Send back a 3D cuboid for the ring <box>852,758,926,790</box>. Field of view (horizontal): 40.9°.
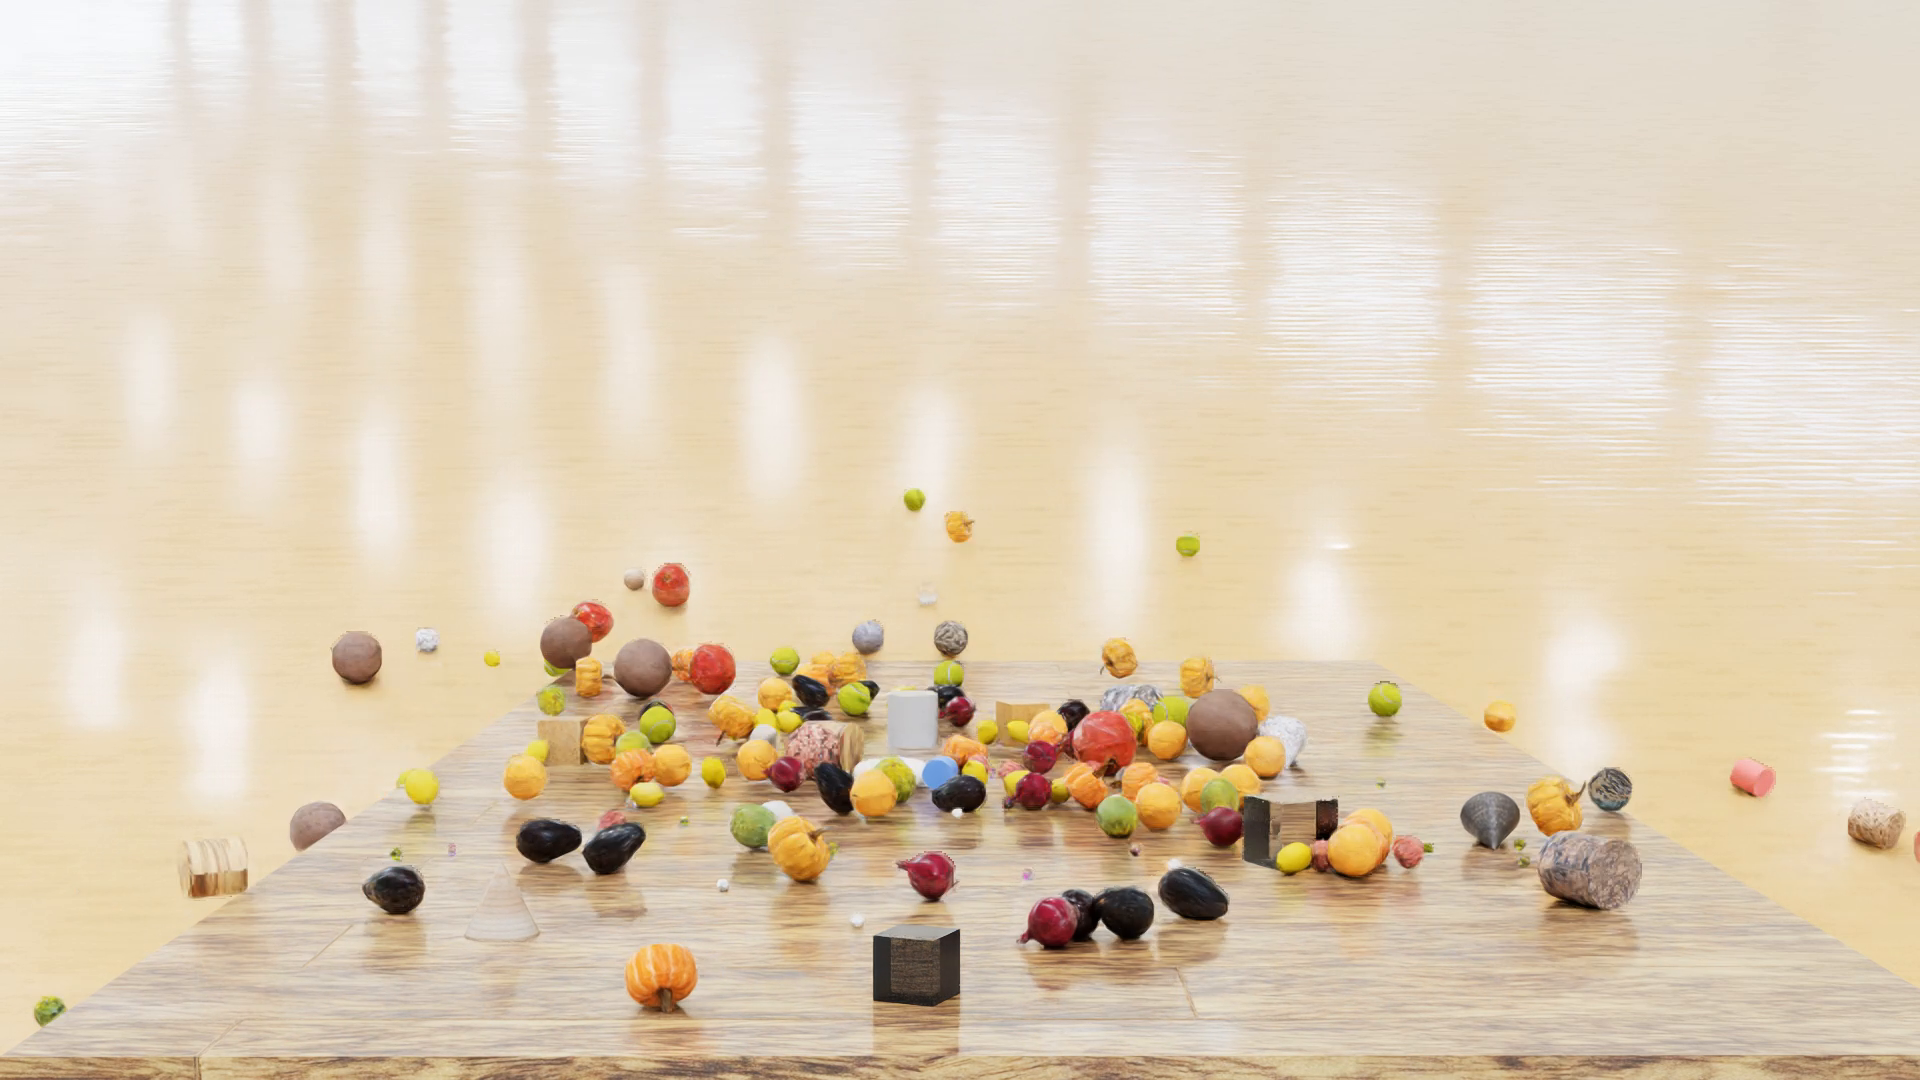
[{"bbox_3d":[-0.117,0.395,4.351,0.129,0.043,0.129,-1,3,0],"label":"ring"}]

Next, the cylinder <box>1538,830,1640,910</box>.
[{"bbox_3d":[0.807,0.424,3.305,0.090,0.090,0.090,-13,9,-29],"label":"cylinder"}]

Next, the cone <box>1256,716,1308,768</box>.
[{"bbox_3d":[0.581,0.382,4.606,0.096,0.096,0.096,1,30,2],"label":"cone"}]

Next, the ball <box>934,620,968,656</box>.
[{"bbox_3d":[-0.024,0.259,6.776,0.093,0.093,0.093,0,22,0],"label":"ball"}]

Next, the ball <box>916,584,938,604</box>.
[{"bbox_3d":[-0.089,0.149,7.095,0.060,0.060,0.060,0,22,0],"label":"ball"}]

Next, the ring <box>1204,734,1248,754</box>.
[{"bbox_3d":[0.497,0.380,4.790,0.083,0.028,0.083,0,4,0],"label":"ring"}]

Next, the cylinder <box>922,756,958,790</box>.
[{"bbox_3d":[-0.033,0.392,4.331,0.051,0.051,0.051,5,4,13],"label":"cylinder"}]

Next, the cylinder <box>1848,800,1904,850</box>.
[{"bbox_3d":[2.070,0.644,5.815,0.089,0.089,0.089,-19,27,-39],"label":"cylinder"}]

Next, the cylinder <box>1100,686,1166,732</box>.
[{"bbox_3d":[0.339,0.331,5.037,0.092,0.092,0.092,-16,7,-35],"label":"cylinder"}]

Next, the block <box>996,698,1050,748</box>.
[{"bbox_3d":[0.120,0.348,4.902,0.080,0.080,0.080,-1,3,-20],"label":"block"}]

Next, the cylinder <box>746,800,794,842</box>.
[{"bbox_3d":[-0.282,0.416,3.809,0.055,0.055,0.055,8,6,20],"label":"cylinder"}]

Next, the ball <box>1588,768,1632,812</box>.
[{"bbox_3d":[1.030,0.395,4.074,0.068,0.068,0.068,0,22,0],"label":"ball"}]

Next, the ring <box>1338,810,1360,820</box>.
[{"bbox_3d":[0.558,0.425,3.867,0.092,0.031,0.092,0,1,0],"label":"ring"}]

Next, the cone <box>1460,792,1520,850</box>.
[{"bbox_3d":[0.775,0.427,3.747,0.086,0.086,0.086,3,30,7],"label":"cone"}]

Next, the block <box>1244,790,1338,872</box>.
[{"bbox_3d":[0.464,0.407,3.603,0.094,0.094,0.094,-2,3,-28],"label":"block"}]

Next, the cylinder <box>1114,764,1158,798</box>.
[{"bbox_3d":[0.291,0.396,4.238,0.051,0.051,0.051,16,12,35],"label":"cylinder"}]

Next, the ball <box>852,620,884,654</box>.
[{"bbox_3d":[-0.242,0.257,6.789,0.087,0.087,0.087,0,22,0],"label":"ball"}]

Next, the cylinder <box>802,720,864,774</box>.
[{"bbox_3d":[-0.228,0.363,4.524,0.088,0.088,0.088,1,20,28],"label":"cylinder"}]

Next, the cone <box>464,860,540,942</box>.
[{"bbox_3d":[-0.556,0.433,3.119,0.092,0.092,0.092,0,3,0],"label":"cone"}]

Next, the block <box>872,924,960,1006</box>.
[{"bbox_3d":[-0.047,0.460,2.785,0.071,0.071,0.071,1,3,24],"label":"block"}]

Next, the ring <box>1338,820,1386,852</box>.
[{"bbox_3d":[0.561,0.429,3.727,0.114,0.038,0.114,-1,1,0],"label":"ring"}]

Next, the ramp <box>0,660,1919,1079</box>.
[{"bbox_3d":[0.050,0.457,4.533,2.000,0.100,4.000,0,3,0],"label":"ramp"}]

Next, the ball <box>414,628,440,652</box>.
[{"bbox_3d":[-1.409,0.265,6.797,0.066,0.066,0.066,0,22,0],"label":"ball"}]

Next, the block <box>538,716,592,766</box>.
[{"bbox_3d":[-0.714,0.362,4.650,0.079,0.079,0.079,0,3,7],"label":"block"}]

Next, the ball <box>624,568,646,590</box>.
[{"bbox_3d":[-0.911,0.108,7.193,0.062,0.062,0.062,0,22,0],"label":"ball"}]

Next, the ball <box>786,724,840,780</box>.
[{"bbox_3d":[-0.254,0.365,4.431,0.095,0.095,0.095,0,22,0],"label":"ball"}]

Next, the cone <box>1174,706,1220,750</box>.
[{"bbox_3d":[0.443,0.372,4.840,0.088,0.088,0.088,3,30,8],"label":"cone"}]

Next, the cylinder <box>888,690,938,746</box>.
[{"bbox_3d":[-0.091,0.340,4.901,0.097,0.097,0.097,0,3,0],"label":"cylinder"}]

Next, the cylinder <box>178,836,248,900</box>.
[{"bbox_3d":[-1.019,0.447,3.509,0.079,0.079,0.079,-3,21,-27],"label":"cylinder"}]

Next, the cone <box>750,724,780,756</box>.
[{"bbox_3d":[-0.345,0.358,4.706,0.060,0.060,0.060,-14,-13,-32],"label":"cone"}]

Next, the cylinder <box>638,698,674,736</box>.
[{"bbox_3d":[-0.597,0.348,5.056,0.065,0.065,0.065,-2,3,-4],"label":"cylinder"}]
